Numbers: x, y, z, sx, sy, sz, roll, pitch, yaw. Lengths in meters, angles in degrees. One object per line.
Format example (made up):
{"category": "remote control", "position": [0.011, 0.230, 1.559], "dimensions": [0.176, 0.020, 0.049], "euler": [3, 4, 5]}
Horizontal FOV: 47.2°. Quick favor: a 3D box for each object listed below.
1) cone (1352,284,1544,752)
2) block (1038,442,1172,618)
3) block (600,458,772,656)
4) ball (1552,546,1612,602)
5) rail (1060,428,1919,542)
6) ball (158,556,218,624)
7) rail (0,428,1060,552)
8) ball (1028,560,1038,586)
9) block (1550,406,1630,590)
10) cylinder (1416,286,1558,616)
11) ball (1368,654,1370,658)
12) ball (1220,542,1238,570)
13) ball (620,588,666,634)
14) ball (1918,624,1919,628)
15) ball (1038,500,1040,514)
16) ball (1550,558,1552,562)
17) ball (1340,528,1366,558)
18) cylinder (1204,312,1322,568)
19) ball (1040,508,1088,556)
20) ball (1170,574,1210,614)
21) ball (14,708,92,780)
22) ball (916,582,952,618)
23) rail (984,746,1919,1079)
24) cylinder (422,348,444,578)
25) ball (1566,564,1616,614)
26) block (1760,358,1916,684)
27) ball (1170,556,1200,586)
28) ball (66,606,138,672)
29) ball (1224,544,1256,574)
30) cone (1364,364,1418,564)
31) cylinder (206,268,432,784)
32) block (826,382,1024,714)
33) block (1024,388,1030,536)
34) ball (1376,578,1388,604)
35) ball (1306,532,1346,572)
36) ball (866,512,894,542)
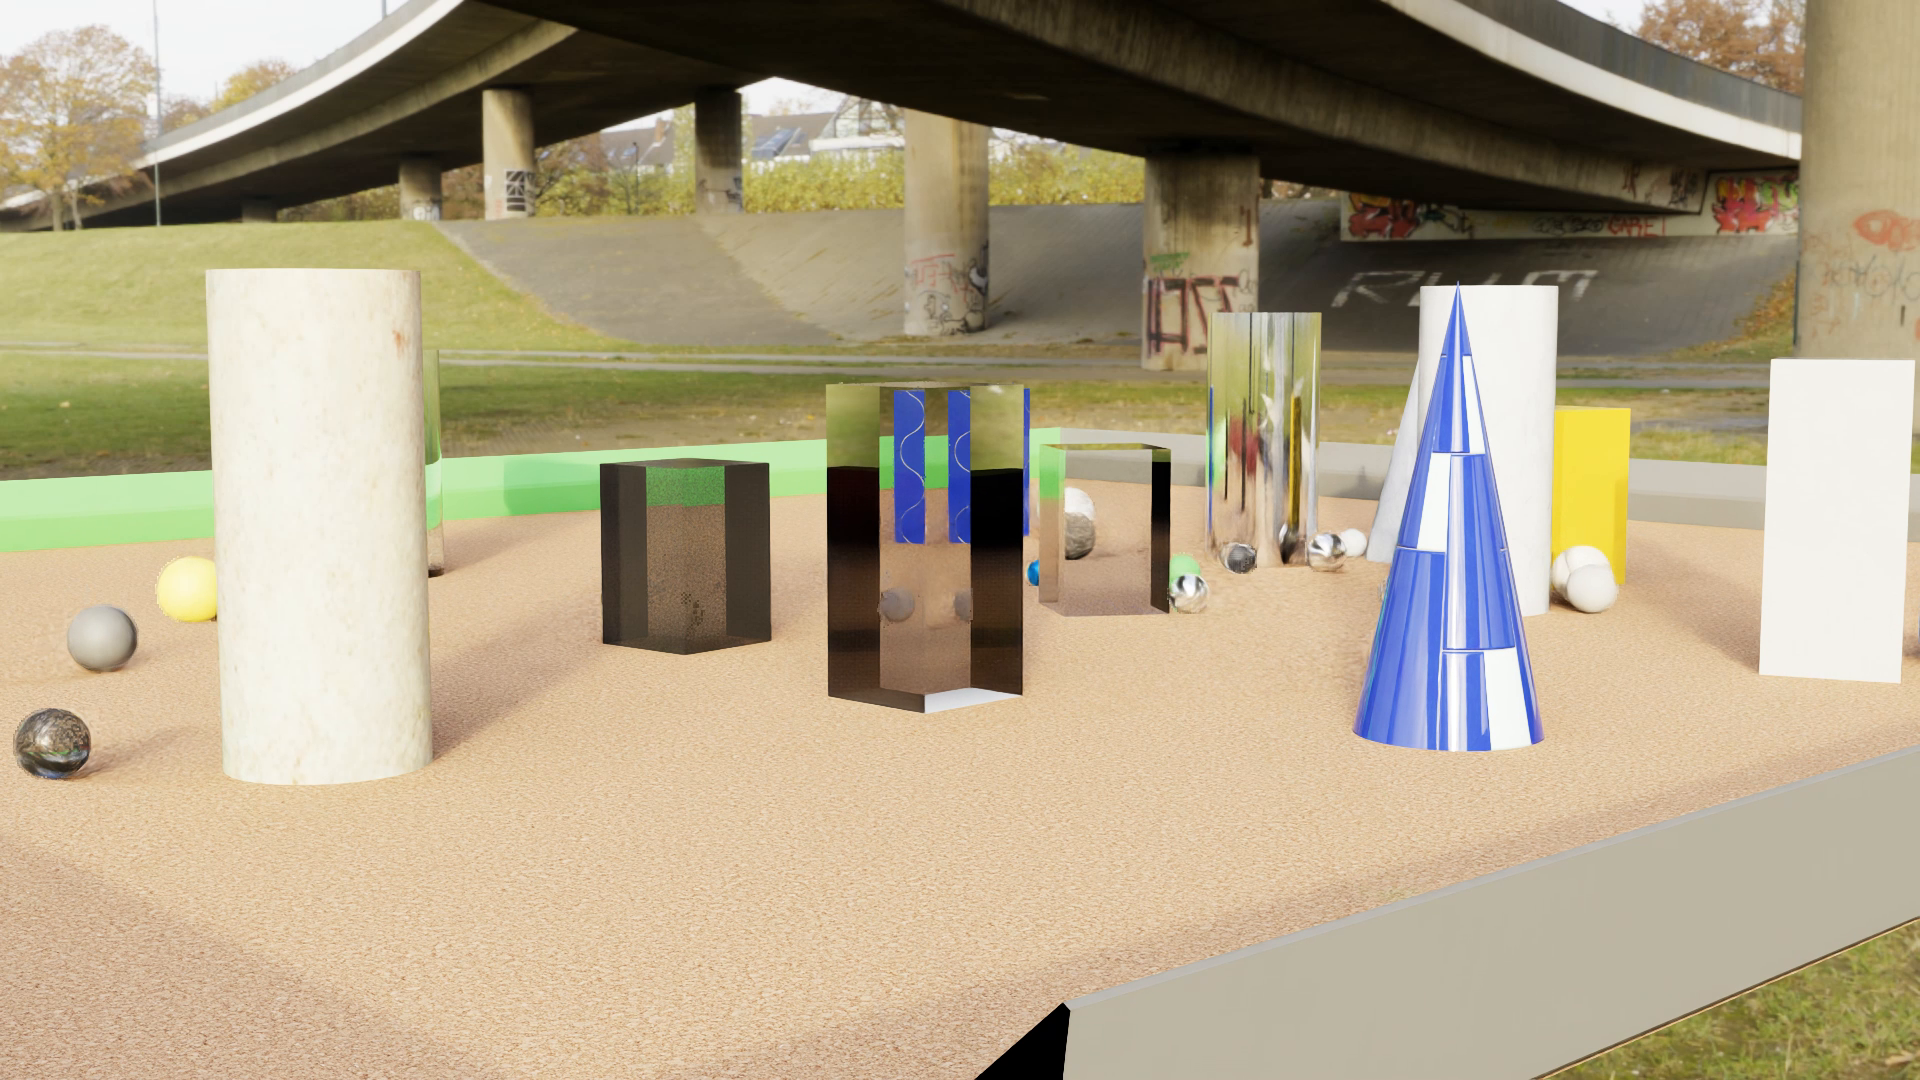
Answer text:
{"category": "cone", "position": [0.517, -0.033, 2.307], "dimensions": [0.200, 0.476, 0.200], "euler": [0, 6, 0]}
{"category": "block", "position": [0.215, -0.018, 3.292], "dimensions": [0.160, 0.244, 0.160], "euler": [-1, 6, -11]}
{"category": "block", "position": [-0.368, 0.018, 2.953], "dimensions": [0.160, 0.242, 0.160], "euler": [5, 8, 39]}
{"category": "ball", "position": [0.947, 0.053, 3.347], "dimensions": [0.090, 0.090, 0.090], "euler": [0, 6, 0]}
{"category": "rail", "position": [1.441, -0.104, 4.654], "dimensions": [0.045, 0.130, 3.505], "euler": [-5, 8, -42]}
{"category": "ball", "position": [-1.097, 0.071, 3.147], "dimensions": [0.096, 0.096, 0.096], "euler": [0, 6, 0]}
{"category": "rail", "position": [-1.172, -0.098, 4.595], "dimensions": [3.969, 0.130, 0.045], "euler": [-5, 8, -42]}
{"category": "ball", "position": [0.131, 0.054, 3.553], "dimensions": [0.046, 0.046, 0.046], "euler": [0, 6, 0]}
{"category": "block", "position": [0.979, -0.073, 3.610], "dimensions": [0.160, 0.287, 0.160], "euler": [-4, 7, -34]}
{"category": "cylinder", "position": [0.784, -0.137, 3.285], "dimensions": [0.200, 0.481, 0.200], "euler": [0, 6, 0]}
{"category": "ball", "position": [0.516, 0.148, 2.679], "dimensions": [0.040, 0.040, 0.040], "euler": [0, 6, 0]}
{"category": "ball", "position": [0.471, 0.028, 3.781], "dimensions": [0.049, 0.049, 0.049], "euler": [0, 6, 0]}
{"category": "ball", "position": [-0.440, 0.097, 3.050], "dimensions": [0.064, 0.064, 0.064], "euler": [0, 6, 0]}
{"category": "ball", "position": [1.265, 0.110, 2.784], "dimensions": [0.094, 0.094, 0.094], "euler": [0, 6, 0]}
{"category": "ball", "position": [0.204, -0.061, 4.394], "dimensions": [0.100, 0.100, 0.100], "euler": [0, 6, 0]}
{"category": "ball", "position": [0.908, 0.024, 3.515], "dimensions": [0.075, 0.075, 0.075], "euler": [0, 6, 0]}
{"category": "ball", "position": [0.709, 0.006, 3.978], "dimensions": [0.053, 0.053, 0.053], "euler": [0, 6, 0]}
{"category": "cylinder", "position": [0.536, -0.181, 3.896], "dimensions": [0.200, 0.442, 0.200], "euler": [0, 6, 0]}
{"category": "ball", "position": [0.189, -0.014, 4.004], "dimensions": [0.087, 0.087, 0.087], "euler": [0, 6, 0]}
{"category": "ball", "position": [0.338, 0.079, 3.234], "dimensions": [0.059, 0.059, 0.059], "euler": [0, 6, 0]}
{"category": "ball", "position": [-0.864, 0.195, 2.096], "dimensions": [0.068, 0.068, 0.068], "euler": [0, 6, 0]}
{"category": "ball", "position": [-0.037, 0.087, 3.207], "dimensions": [0.052, 0.052, 0.052], "euler": [0, 6, 0]}
{"category": "rail", "position": [1.172, 0.165, 2.068], "dimensions": [3.969, 0.130, 0.045], "euler": [-5, 8, -42]}
{"category": "cylinder", "position": [-0.976, -0.130, 3.706], "dimensions": [0.200, 0.380, 0.200], "euler": [0, 6, 0]}
{"category": "ball", "position": [0.932, 0.072, 3.250], "dimensions": [0.072, 0.072, 0.072], "euler": [0, 6, 0]}
{"category": "block", "position": [1.088, -0.031, 2.725], "dimensions": [0.160, 0.386, 0.160], "euler": [3, 6, 24]}
{"category": "ball", "position": [0.351, 0.054, 3.482], "dimensions": [0.060, 0.060, 0.060], "euler": [0, 6, 0]}
{"category": "ball", "position": [-1.061, 0.122, 2.721], "dimensions": [0.082, 0.082, 0.082], "euler": [0, 6, 0]}
{"category": "ball", "position": [0.474, 0.033, 3.724], "dimensions": [0.053, 0.053, 0.053], "euler": [0, 6, 0]}
{"category": "cone", "position": [0.829, -0.164, 3.948], "dimensions": [0.200, 0.398, 0.200], "euler": [0, 6, 0]}
{"category": "cylinder", "position": [-0.623, -0.020, 2.147], "dimensions": [0.200, 0.483, 0.200], "euler": [0, 6, 0]}
{"category": "block", "position": [-0.040, 0.002, 2.533], "dimensions": [0.160, 0.361, 0.160], "euler": [6, 8, 44]}
{"category": "block", "position": [0.031, -0.150, 4.323], "dimensions": [0.160, 0.292, 0.160], "euler": [3, 7, 26]}
{"category": "ball", "position": [0.650, 0.079, 3.302], "dimensions": [0.048, 0.048, 0.048], "euler": [0, 6, 0]}
{"category": "ball", "position": [0.626, 0.022, 3.753], "dimensions": [0.068, 0.068, 0.068], "euler": [0, 6, 0]}
{"category": "ball", "position": [-0.155, -0.024, 4.252], "dimensions": [0.057, 0.057, 0.057], "euler": [0, 6, 0]}
